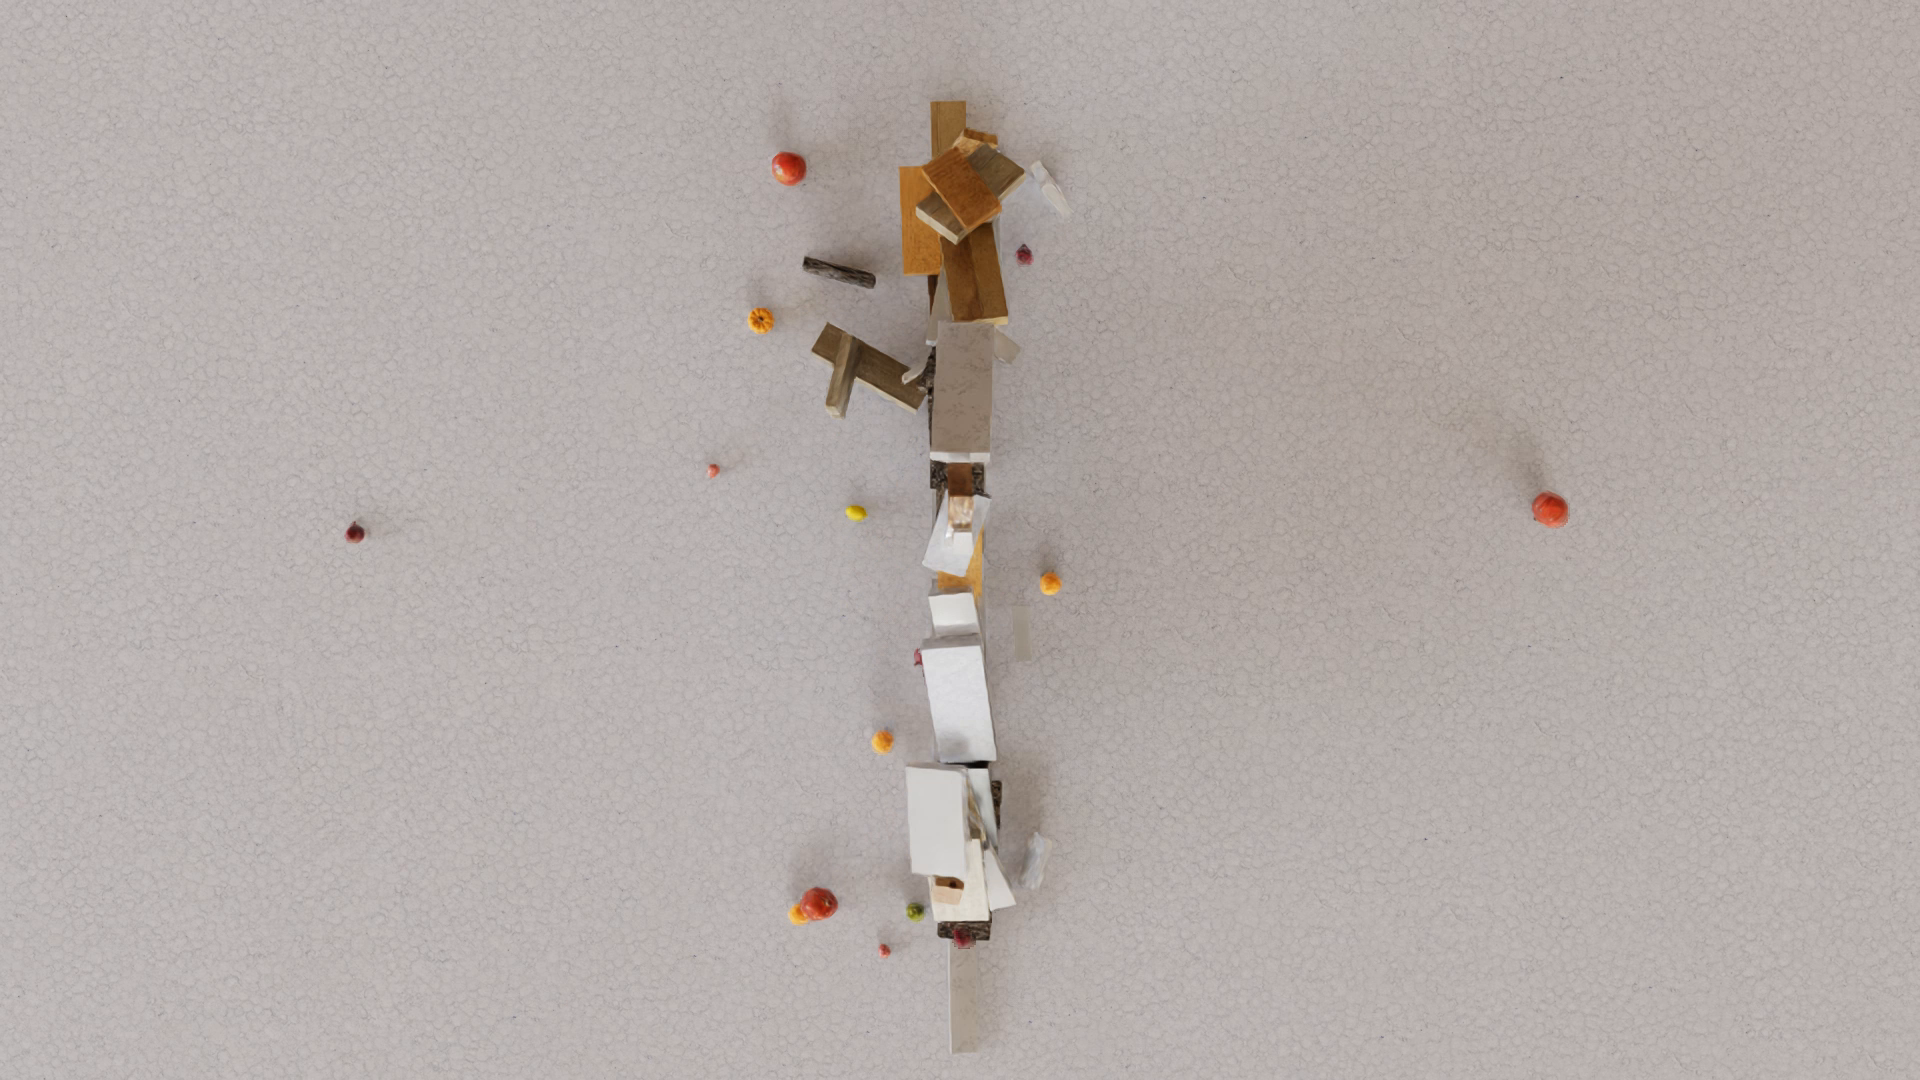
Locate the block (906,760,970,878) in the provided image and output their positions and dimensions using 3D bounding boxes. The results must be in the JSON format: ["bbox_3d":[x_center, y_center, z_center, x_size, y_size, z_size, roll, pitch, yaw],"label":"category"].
[{"bbox_3d":[-0.065,0.845,4.983,0.174,0.049,0.348,3,106,19],"label":"block"}]

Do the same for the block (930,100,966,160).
[{"bbox_3d":[-0.033,-1.121,5.483,0.117,0.033,0.667,-1,90,0],"label":"block"}]

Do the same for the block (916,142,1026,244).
[{"bbox_3d":[0.034,-1.067,5.076,0.165,0.047,0.330,38,68,15],"label":"block"}]

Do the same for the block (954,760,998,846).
[{"bbox_3d":[0.019,0.824,5.135,0.167,0.047,0.335,-6,125,3],"label":"block"}]

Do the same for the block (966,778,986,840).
[{"bbox_3d":[0.008,0.841,5.097,0.095,0.027,0.244,-10,125,9],"label":"block"}]

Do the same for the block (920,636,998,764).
[{"bbox_3d":[0.001,0.481,4.927,0.174,0.049,0.459,-4,126,6],"label":"block"}]

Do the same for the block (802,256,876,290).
[{"bbox_3d":[-0.397,-0.881,5.441,0.234,0.117,0.033,14,89,0],"label":"block"}]

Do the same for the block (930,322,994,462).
[{"bbox_3d":[0.010,-0.427,4.714,0.165,0.047,0.463,1,58,2],"label":"block"}]

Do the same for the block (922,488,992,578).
[{"bbox_3d":[-0.010,-0.028,4.675,0.126,0.036,0.253,17,112,-5],"label":"block"}]

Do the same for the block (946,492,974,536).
[{"bbox_3d":[0.000,-0.069,4.582,0.067,0.019,0.135,3,124,-2],"label":"block"}]

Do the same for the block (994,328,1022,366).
[{"bbox_3d":[0.121,-0.610,5.135,0.131,0.018,0.065,37,78,-12],"label":"block"}]

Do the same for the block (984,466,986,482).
[{"bbox_3d":[-0.003,-0.195,4.968,0.157,0.314,0.044,0,91,0],"label":"block"}]

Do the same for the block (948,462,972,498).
[{"bbox_3d":[0.000,-0.151,4.593,0.068,0.019,0.135,0,111,0],"label":"block"}]

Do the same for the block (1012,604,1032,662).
[{"bbox_3d":[0.205,0.311,5.493,0.053,0.015,0.186,-5,90,0],"label":"block"}]

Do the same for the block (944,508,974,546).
[{"bbox_3d":[-0.003,-0.041,4.625,0.068,0.019,0.135,6,123,-4],"label":"block"}]

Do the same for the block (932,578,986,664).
[{"bbox_3d":[-0.004,0.280,5.147,0.163,0.046,0.327,0,90,0],"label":"block"}]

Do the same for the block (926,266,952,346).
[{"bbox_3d":[-0.014,-0.716,5.043,0.134,0.038,0.268,11,76,1],"label":"block"}]

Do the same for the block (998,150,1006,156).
[{"bbox_3d":[0.132,-1.209,5.456,0.021,0.074,0.148,-1,86,-17],"label":"block"}]

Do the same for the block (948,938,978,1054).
[{"bbox_3d":[0.006,1.330,5.482,0.089,0.025,0.744,-1,90,-7],"label":"block"}]

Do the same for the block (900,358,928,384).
[{"bbox_3d":[-0.115,-0.536,5.119,0.148,0.074,0.021,-34,89,-6],"label":"block"}]

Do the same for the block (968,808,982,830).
[{"bbox_3d":[-0.018,0.842,5.060,0.094,0.027,0.189,-23,123,21],"label":"block"}]

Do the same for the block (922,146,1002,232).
[{"bbox_3d":[0.006,-1.066,5.011,0.126,0.036,0.253,-33,71,-5],"label":"block"}]

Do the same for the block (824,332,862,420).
[{"bbox_3d":[-0.375,-0.527,5.316,0.035,0.124,0.248,10,77,13],"label":"block"}]

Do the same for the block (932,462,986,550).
[{"bbox_3d":[-0.004,-0.134,5.149,0.164,0.046,0.328,0,90,0],"label":"block"}]

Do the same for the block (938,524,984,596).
[{"bbox_3d":[0.001,0.038,4.741,0.126,0.036,0.253,2,112,1],"label":"block"}]

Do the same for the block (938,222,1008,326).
[{"bbox_3d":[0.038,-0.806,5.018,0.165,0.047,0.330,-7,70,-6],"label":"block"}]

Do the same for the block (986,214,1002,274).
[{"bbox_3d":[0.064,-0.881,5.130,0.124,0.035,0.248,-3,95,0],"label":"block"}]

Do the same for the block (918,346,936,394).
[{"bbox_3d":[-0.021,-0.558,5.053,0.134,0.038,0.268,15,66,9],"label":"block"}]

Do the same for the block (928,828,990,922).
[{"bbox_3d":[-0.009,1.048,5.153,0.174,0.049,0.348,-2,123,7],"label":"block"}]

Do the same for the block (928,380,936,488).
[{"bbox_3d":[-0.011,-0.308,4.788,0.157,0.044,0.314,-1,90,0],"label":"block"}]

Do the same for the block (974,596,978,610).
[{"bbox_3d":[-0.001,0.256,4.894,0.104,0.029,0.207,0,111,0],"label":"block"}]

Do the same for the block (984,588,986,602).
[{"bbox_3d":[-0.003,0.189,5.335,0.163,0.327,0.046,0,84,0],"label":"block"}]

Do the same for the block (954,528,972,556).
[{"bbox_3d":[0.009,0.006,4.617,0.053,0.105,0.015,0,53,1],"label":"block"}]

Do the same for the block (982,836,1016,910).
[{"bbox_3d":[0.057,1.078,5.279,0.167,0.047,0.335,-14,134,9],"label":"block"}]

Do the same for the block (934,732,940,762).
[{"bbox_3d":[0.001,0.609,5.151,0.162,0.046,0.323,0,90,0],"label":"block"}]

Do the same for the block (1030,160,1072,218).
[{"bbox_3d":[0.296,-1.141,5.358,0.036,0.253,0.126,-36,116,12],"label":"block"}]

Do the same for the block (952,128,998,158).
[{"bbox_3d":[0.024,-1.239,5.345,0.117,0.234,0.033,7,65,-19],"label":"block"}]

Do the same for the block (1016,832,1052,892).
[{"bbox_3d":[0.246,1.066,5.457,0.025,0.089,0.177,15,90,-41],"label":"block"}]

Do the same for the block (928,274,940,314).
[{"bbox_3d":[-0.015,-0.820,5.177,0.170,0.048,0.340,-3,95,0],"label":"block"}]

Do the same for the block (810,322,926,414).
[{"bbox_3d":[-0.292,-0.566,5.434,0.397,0.035,0.124,29,66,-4],"label":"block"}]

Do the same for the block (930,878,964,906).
[{"bbox_3d":[-0.038,1.085,5.087,0.089,0.177,0.025,9,62,-1],"label":"block"}]

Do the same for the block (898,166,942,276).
[{"bbox_3d":[-0.118,-0.992,5.120,0.126,0.036,0.333,-3,88,2],"label":"block"}]

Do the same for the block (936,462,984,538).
[{"bbox_3d":[0.000,-0.149,4.748,0.134,0.038,0.383,0,101,0],"label":"block"}]

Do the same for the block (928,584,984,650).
[{"bbox_3d":[-0.009,0.249,4.815,0.126,0.036,0.261,-5,127,6],"label":"block"}]

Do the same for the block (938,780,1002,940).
[{"bbox_3d":[0.034,1.054,5.450,0.167,0.047,0.520,5,89,-7],"label":"block"}]
